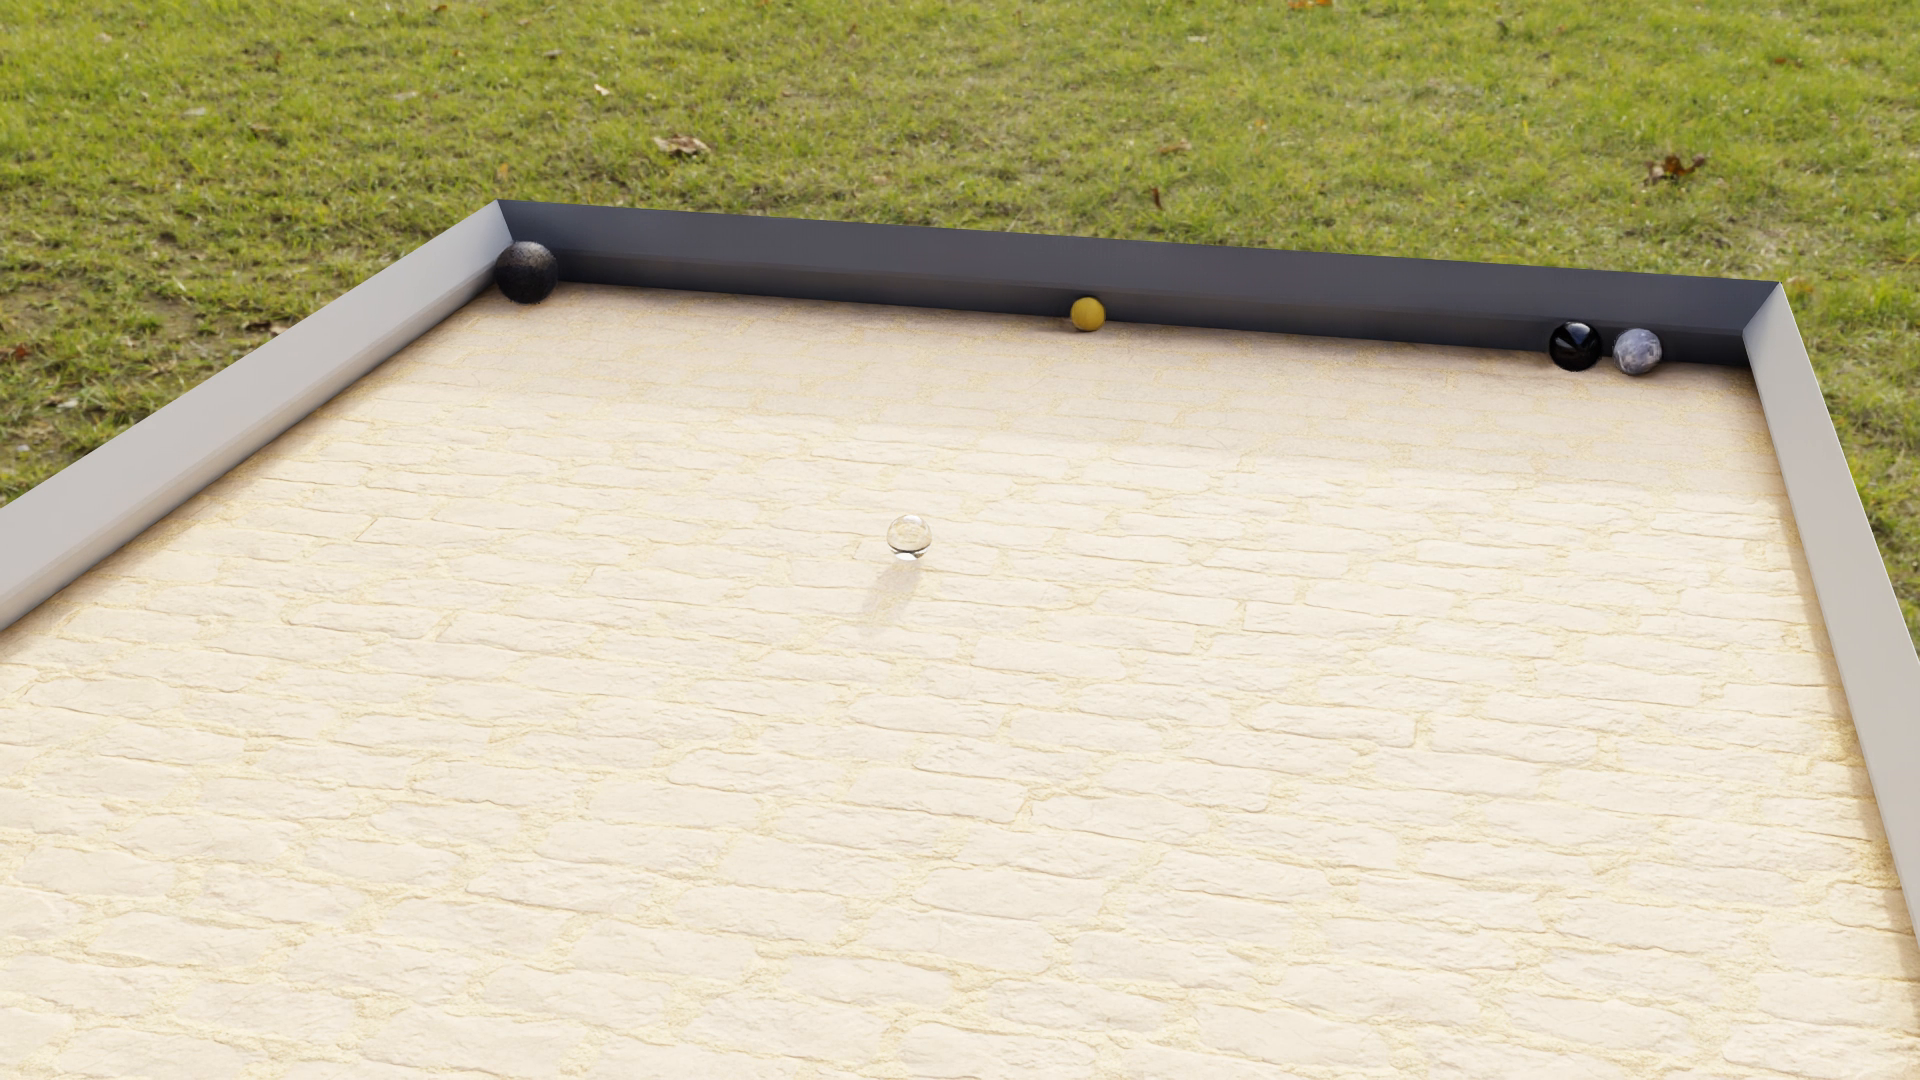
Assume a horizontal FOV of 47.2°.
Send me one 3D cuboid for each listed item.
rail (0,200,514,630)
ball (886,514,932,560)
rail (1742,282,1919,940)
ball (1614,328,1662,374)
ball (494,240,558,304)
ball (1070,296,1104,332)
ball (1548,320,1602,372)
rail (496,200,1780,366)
[{"bbox_3d":[-1.083,0.241,1.786,0.045,0.121,3.543,5,25,12],"label":"rail"},{"bbox_3d":[-0.056,-0.003,2.422,0.051,0.051,0.051,0,24,0],"label":"ball"},{"bbox_3d":[0.683,0.407,1.412,0.045,0.121,3.543,5,25,12],"label":"rail"},{"bbox_3d":[0.917,-0.255,2.975,0.062,0.062,0.062,0,24,0],"label":"ball"},{"bbox_3d":[-0.641,-0.395,3.253,0.093,0.093,0.093,0,24,0],"label":"ball"},{"bbox_3d":[0.182,-0.324,3.146,0.049,0.049,0.049,0,24,0],"label":"ball"},{"bbox_3d":[0.835,-0.263,2.985,0.069,0.069,0.069,0,24,0],"label":"ball"},{"bbox_3d":[0.195,-0.368,3.155,1.860,0.121,0.045,5,25,12],"label":"rail"}]
